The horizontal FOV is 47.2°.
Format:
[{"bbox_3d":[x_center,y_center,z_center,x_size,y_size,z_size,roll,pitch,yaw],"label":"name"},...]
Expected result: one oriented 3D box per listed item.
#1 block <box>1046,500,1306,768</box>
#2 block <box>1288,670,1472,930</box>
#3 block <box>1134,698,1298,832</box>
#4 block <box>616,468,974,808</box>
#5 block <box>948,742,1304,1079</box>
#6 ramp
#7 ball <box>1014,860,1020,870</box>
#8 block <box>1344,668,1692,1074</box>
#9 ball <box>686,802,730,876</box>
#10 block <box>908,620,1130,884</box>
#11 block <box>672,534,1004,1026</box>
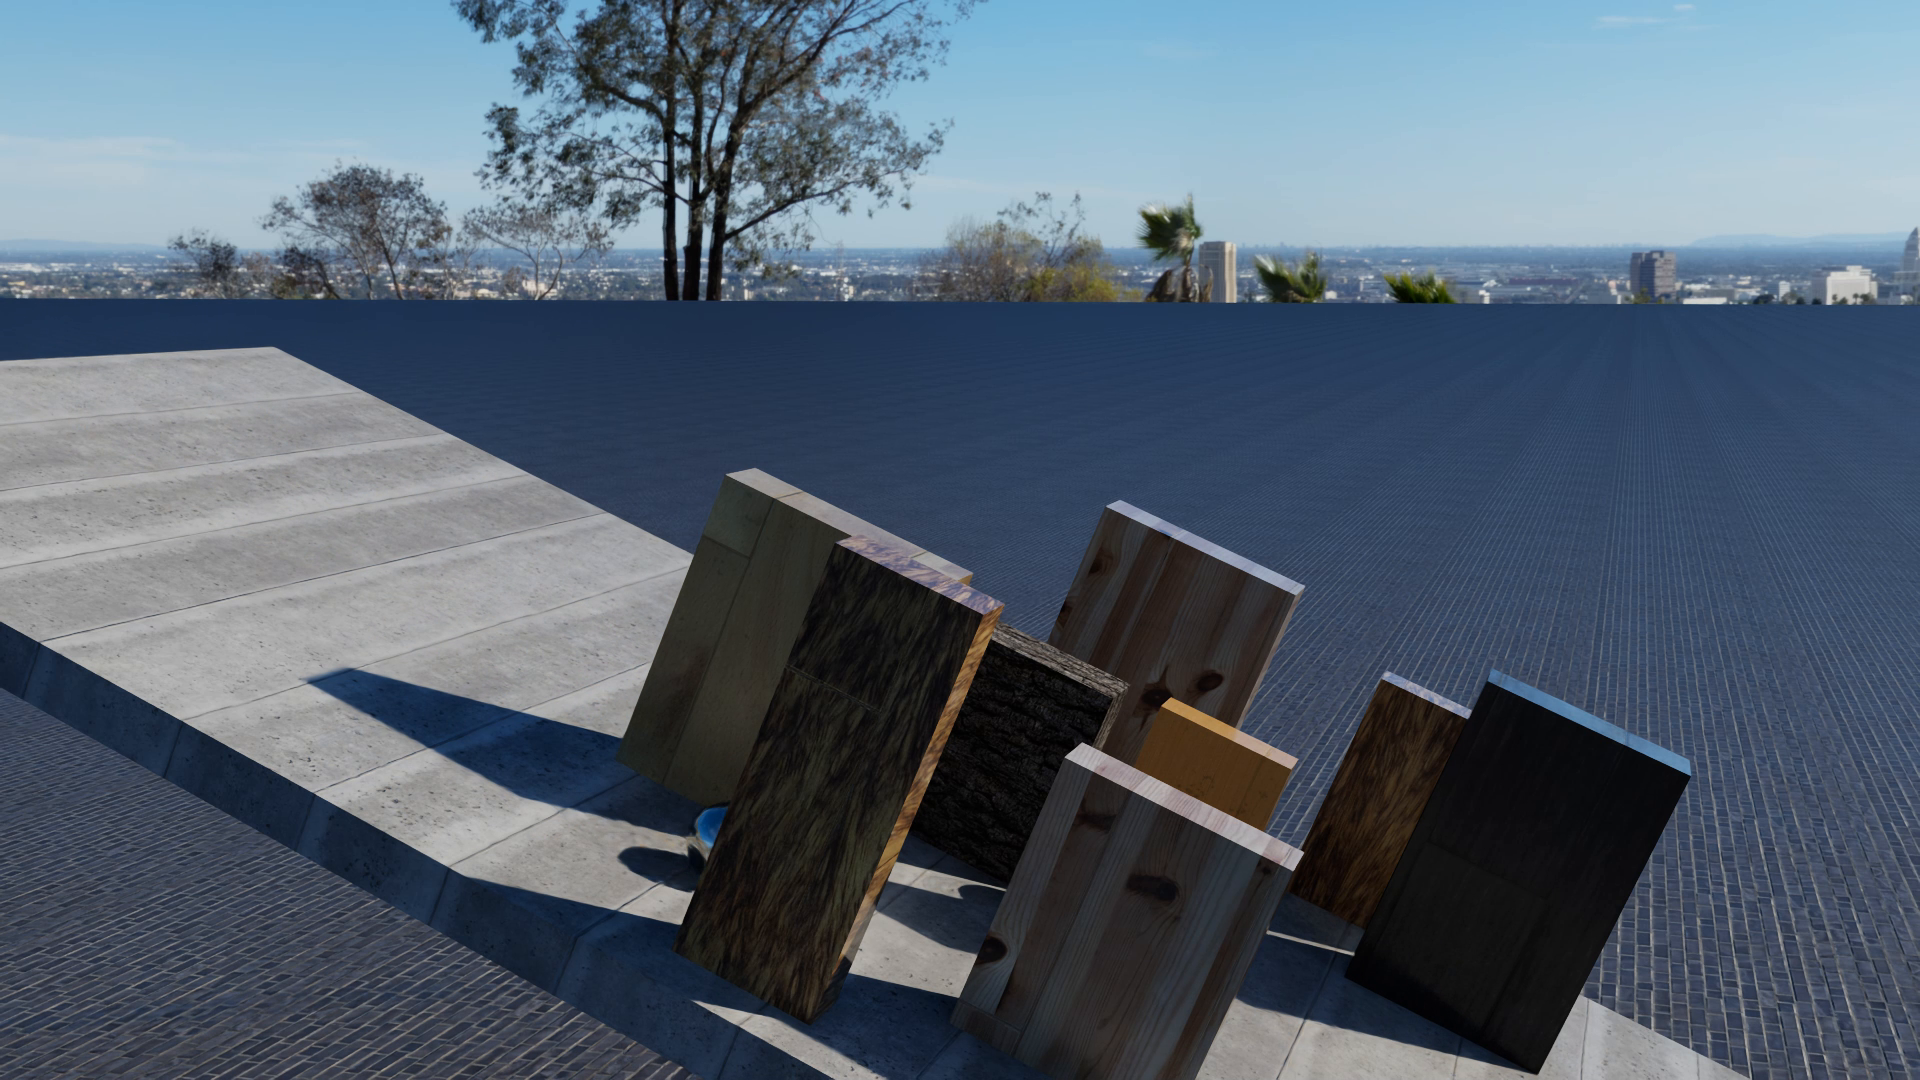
[{"bbox_3d":[0.374,0.301,4.492,0.418,0.641,0.131,26,13,13],"label":"block"},{"bbox_3d":[0.983,0.599,4.621,0.427,0.504,0.100,26,13,13],"label":"block"},{"bbox_3d":[0.384,0.548,3.894,0.248,0.471,0.084,26,13,13],"label":"block"},{"bbox_3d":[-0.295,0.225,3.861,0.441,0.560,0.135,26,13,13],"label":"block"},{"bbox_3d":[0.254,0.616,3.400,0.380,0.473,0.112,26,13,13],"label":"block"},{"bbox_3d":[-0.293,0.511,4.186,4.000,0.100,2.000,26,13,13],"label":"ramp"},{"bbox_3d":[0.159,0.621,3.993,0.129,0.129,0.129,0,7,0],"label":"ball"},{"bbox_3d":[1.077,0.640,4.270,0.406,0.657,0.143,26,13,13],"label":"block"},{"bbox_3d":[-0.377,0.495,3.582,0.137,0.137,0.137,0,7,0],"label":"ball"},{"bbox_3d":[0.049,0.381,4.142,0.393,0.411,0.145,26,13,13],"label":"block"},{"bbox_3d":[-0.184,0.355,3.253,0.242,0.681,0.109,26,13,13],"label":"block"}]
